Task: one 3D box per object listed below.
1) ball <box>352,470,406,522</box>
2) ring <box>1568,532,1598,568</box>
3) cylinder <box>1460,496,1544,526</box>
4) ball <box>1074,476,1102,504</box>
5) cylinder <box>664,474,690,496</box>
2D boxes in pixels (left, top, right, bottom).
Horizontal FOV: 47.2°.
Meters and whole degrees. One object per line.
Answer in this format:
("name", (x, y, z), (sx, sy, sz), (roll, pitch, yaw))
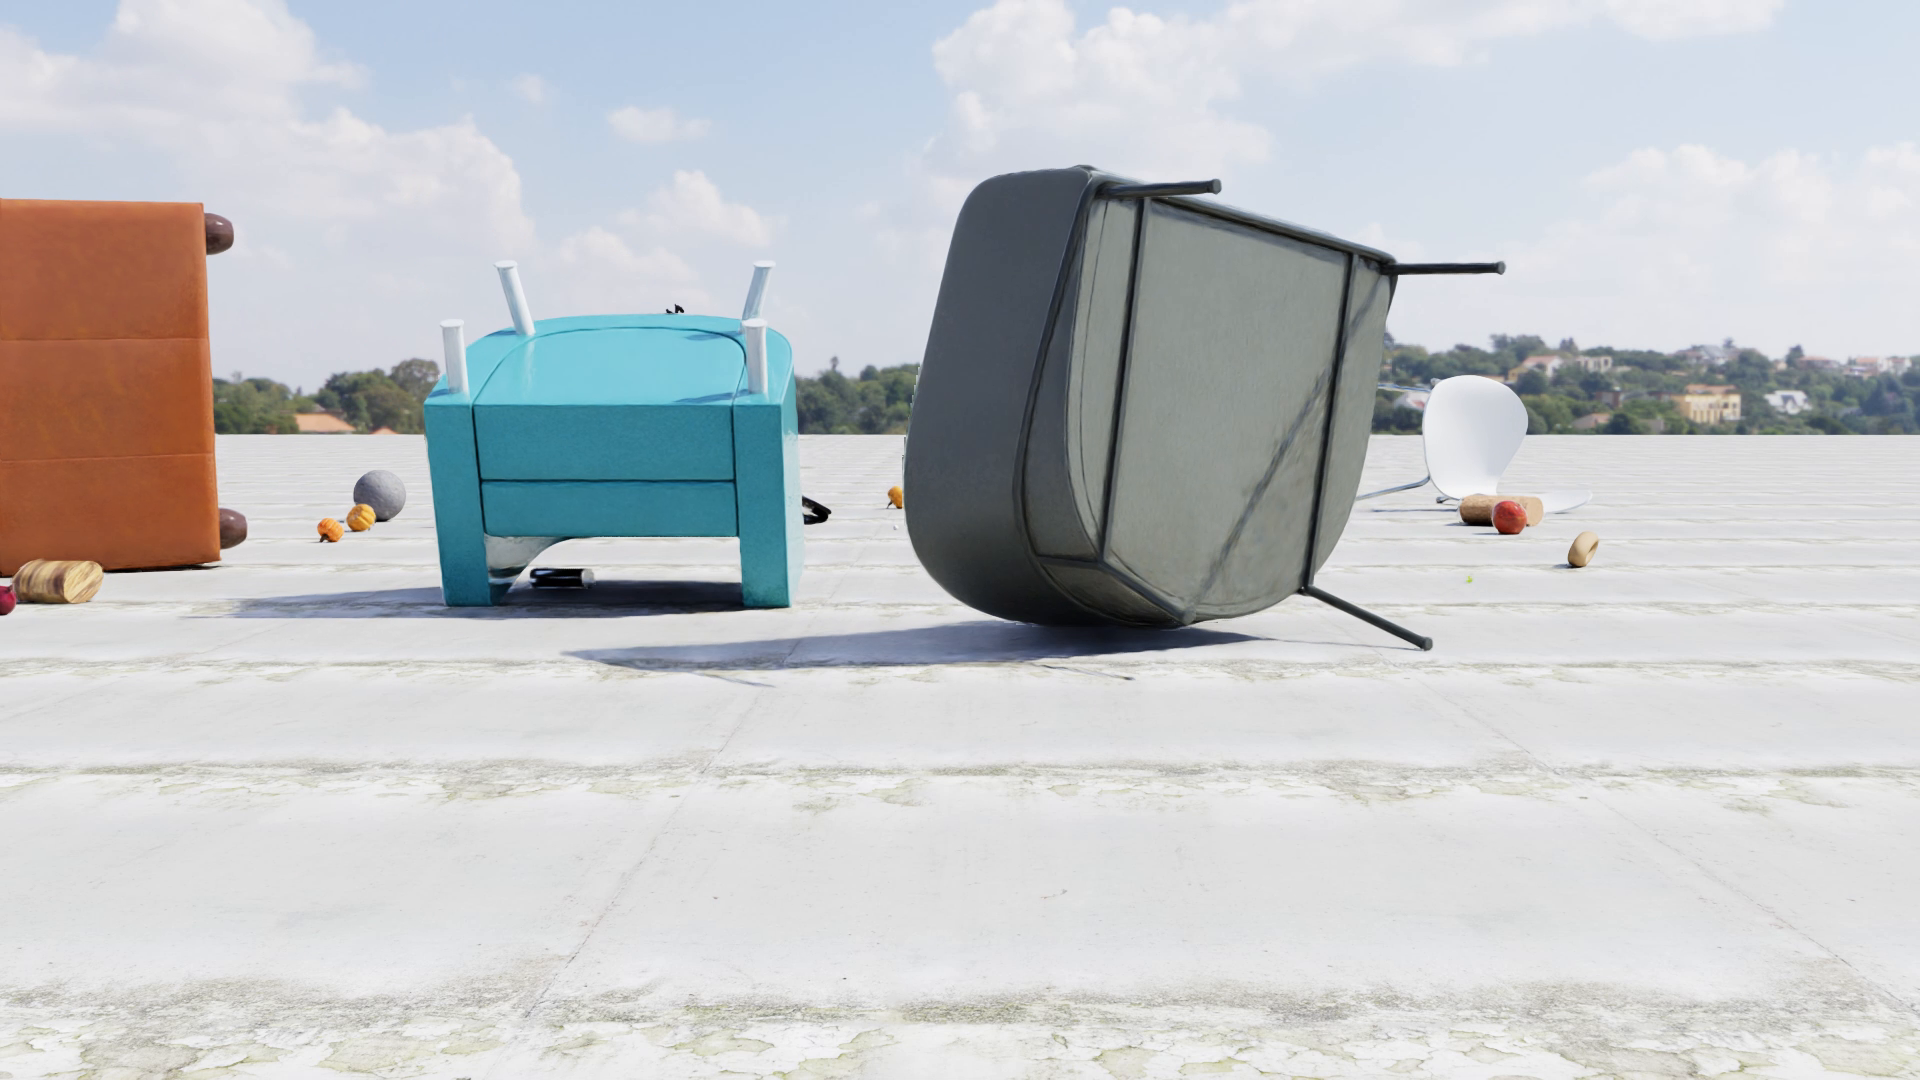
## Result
("ball", (-1.969, -0.151, 7.462), (0.176, 0.176, 0.176), (0, 4, 0))
("ring", (1.584, 0.024, 5.588), (0.045, 0.089, 0.221), (23, 18, 21))
("cylinder", (1.794, -0.098, 7.279), (0.217, 0.094, 0.235), (2, 2, 29))
("ball", (0.498, -0.190, 8.522), (0.109, 0.109, 0.109), (0, 4, 0))
("cylinder", (-1.184, -0.227, 9.175), (0.062, 0.116, 0.061), (51, 28, 20))
